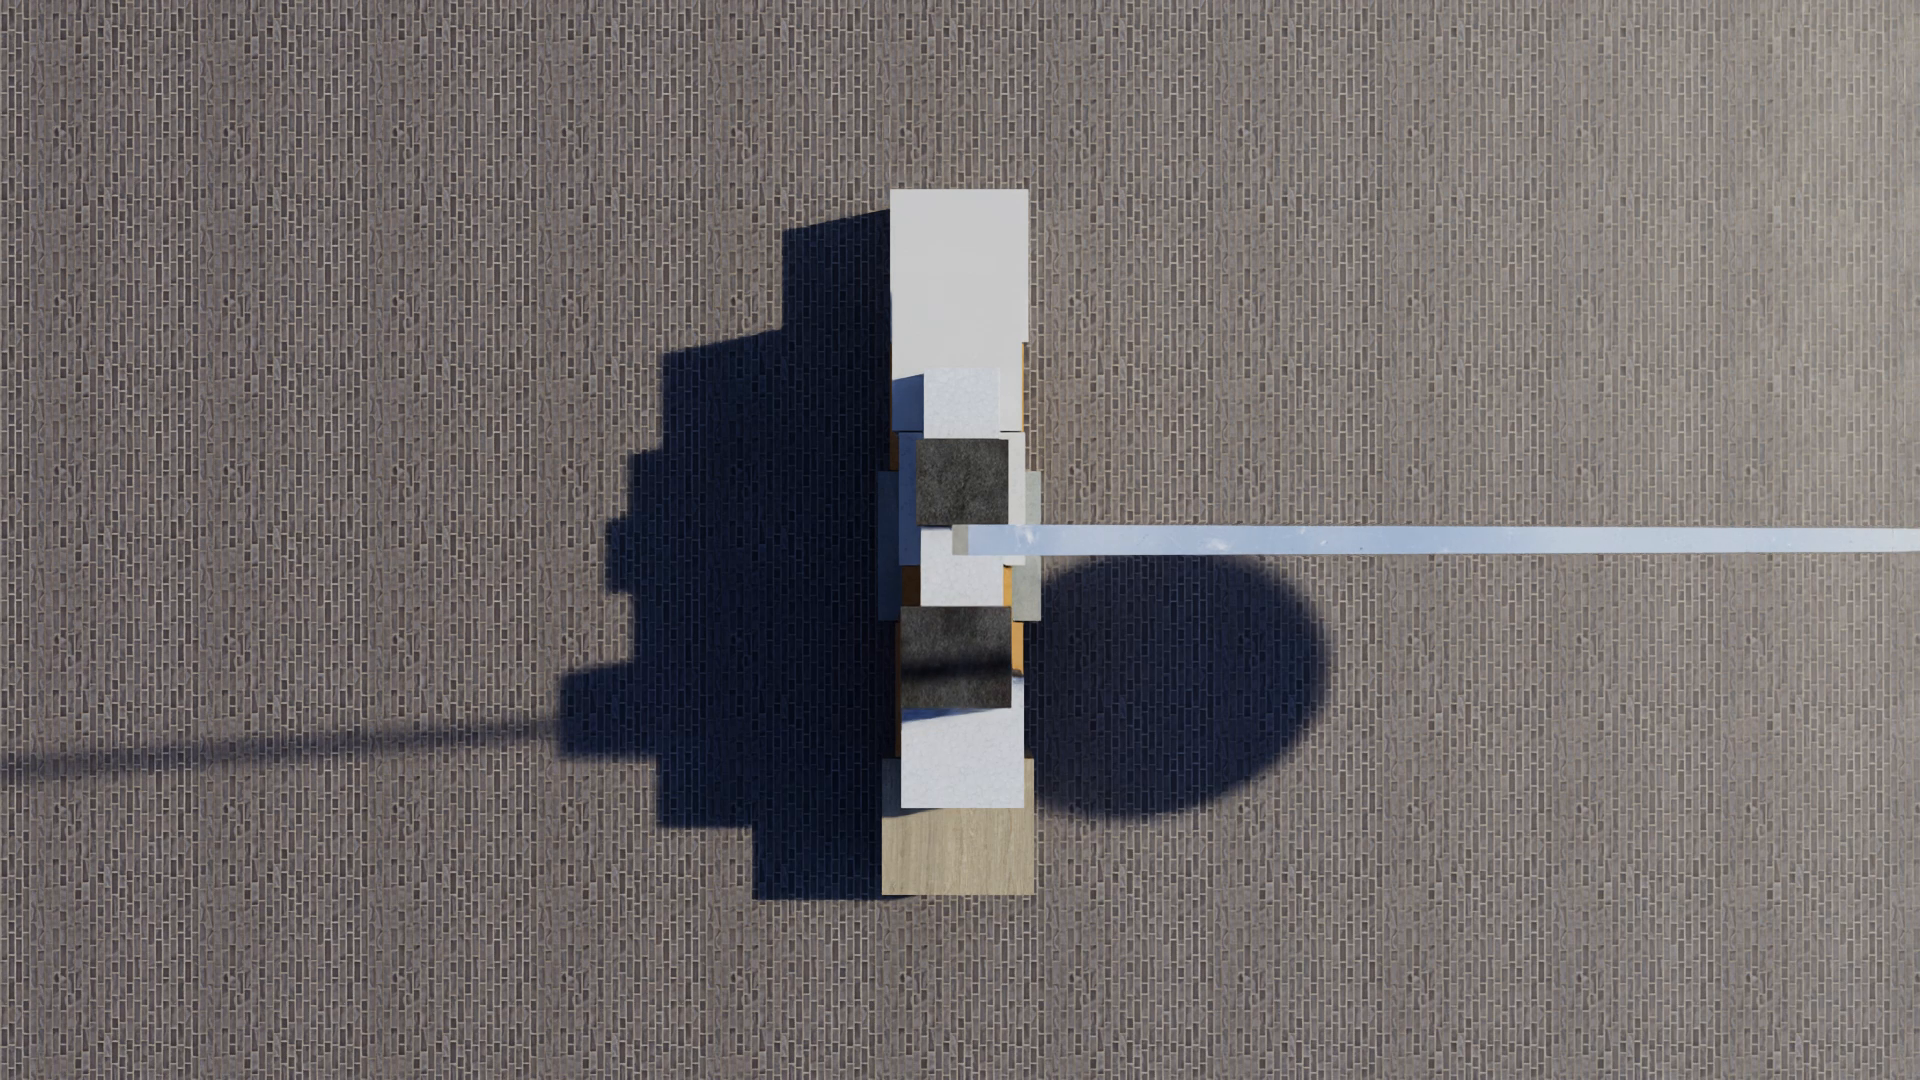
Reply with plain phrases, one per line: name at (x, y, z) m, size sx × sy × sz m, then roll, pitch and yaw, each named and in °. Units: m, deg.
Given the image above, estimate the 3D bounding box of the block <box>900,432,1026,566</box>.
block at (0.011, -0.216, 11.861) m, size 0.662 × 0.658 × 0.697 m, roll 0°, pitch 90°, yaw 0°

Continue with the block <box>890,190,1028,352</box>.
block at (-0.004, -1.537, 12.656) m, size 0.774 × 0.687 × 0.855 m, roll 0°, pitch 90°, yaw 0°

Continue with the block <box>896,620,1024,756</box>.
block at (-0.004, 0.829, 12.583) m, size 0.708 × 0.834 × 0.743 m, roll 0°, pitch 90°, yaw 0°

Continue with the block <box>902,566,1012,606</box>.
block at (-0.015, 0.419, 11.917) m, size 0.582 × 0.499 × 0.564 m, roll 0°, pitch 89°, yaw 0°

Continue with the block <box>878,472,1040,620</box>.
block at (-0.003, 0.033, 12.595) m, size 0.904 × 0.810 × 0.829 m, roll 0°, pitch 90°, yaw 0°

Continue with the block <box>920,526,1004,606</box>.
block at (0.010, 0.140, 11.359) m, size 0.420 × 0.347 × 0.430 m, roll 0°, pitch 90°, yaw 0°

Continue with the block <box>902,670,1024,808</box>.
block at (0.014, 1.055, 11.806) m, size 0.639 × 0.720 × 0.678 m, roll 0°, pitch 90°, yaw 0°

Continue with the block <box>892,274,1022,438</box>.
block at (-0.016, -0.984, 11.921) m, size 0.679 × 0.784 × 0.820 m, roll 0°, pitch 90°, yaw 0°

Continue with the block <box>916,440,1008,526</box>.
block at (0.012, -0.291, 11.288) m, size 0.466 × 0.488 × 0.431 m, roll 0°, pitch 90°, yaw 0°

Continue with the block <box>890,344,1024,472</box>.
block at (-0.019, -0.745, 12.657) m, size 0.750 × 0.687 × 0.708 m, roll 0°, pitch 90°, yaw 0°

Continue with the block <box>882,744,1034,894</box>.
block at (-0.011, 1.587, 12.586) m, size 0.841 × 0.829 × 0.754 m, roll 0°, pitch 90°, yaw 0°

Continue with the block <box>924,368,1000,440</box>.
block at (0.008, -0.695, 11.337) m, size 0.382 × 0.383 × 0.359 m, roll 0°, pitch 90°, yaw 0°

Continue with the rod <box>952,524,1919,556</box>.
rod at (2.212, 0.000, 7.062) m, size 5.200 × 0.080 × 0.080 m, roll 0°, pitch 90°, yaw -32°

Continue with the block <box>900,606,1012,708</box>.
block at (-0.019, 0.602, 11.144) m, size 0.546 × 0.619 × 0.501 m, roll 0°, pitch 86°, yaw 0°
